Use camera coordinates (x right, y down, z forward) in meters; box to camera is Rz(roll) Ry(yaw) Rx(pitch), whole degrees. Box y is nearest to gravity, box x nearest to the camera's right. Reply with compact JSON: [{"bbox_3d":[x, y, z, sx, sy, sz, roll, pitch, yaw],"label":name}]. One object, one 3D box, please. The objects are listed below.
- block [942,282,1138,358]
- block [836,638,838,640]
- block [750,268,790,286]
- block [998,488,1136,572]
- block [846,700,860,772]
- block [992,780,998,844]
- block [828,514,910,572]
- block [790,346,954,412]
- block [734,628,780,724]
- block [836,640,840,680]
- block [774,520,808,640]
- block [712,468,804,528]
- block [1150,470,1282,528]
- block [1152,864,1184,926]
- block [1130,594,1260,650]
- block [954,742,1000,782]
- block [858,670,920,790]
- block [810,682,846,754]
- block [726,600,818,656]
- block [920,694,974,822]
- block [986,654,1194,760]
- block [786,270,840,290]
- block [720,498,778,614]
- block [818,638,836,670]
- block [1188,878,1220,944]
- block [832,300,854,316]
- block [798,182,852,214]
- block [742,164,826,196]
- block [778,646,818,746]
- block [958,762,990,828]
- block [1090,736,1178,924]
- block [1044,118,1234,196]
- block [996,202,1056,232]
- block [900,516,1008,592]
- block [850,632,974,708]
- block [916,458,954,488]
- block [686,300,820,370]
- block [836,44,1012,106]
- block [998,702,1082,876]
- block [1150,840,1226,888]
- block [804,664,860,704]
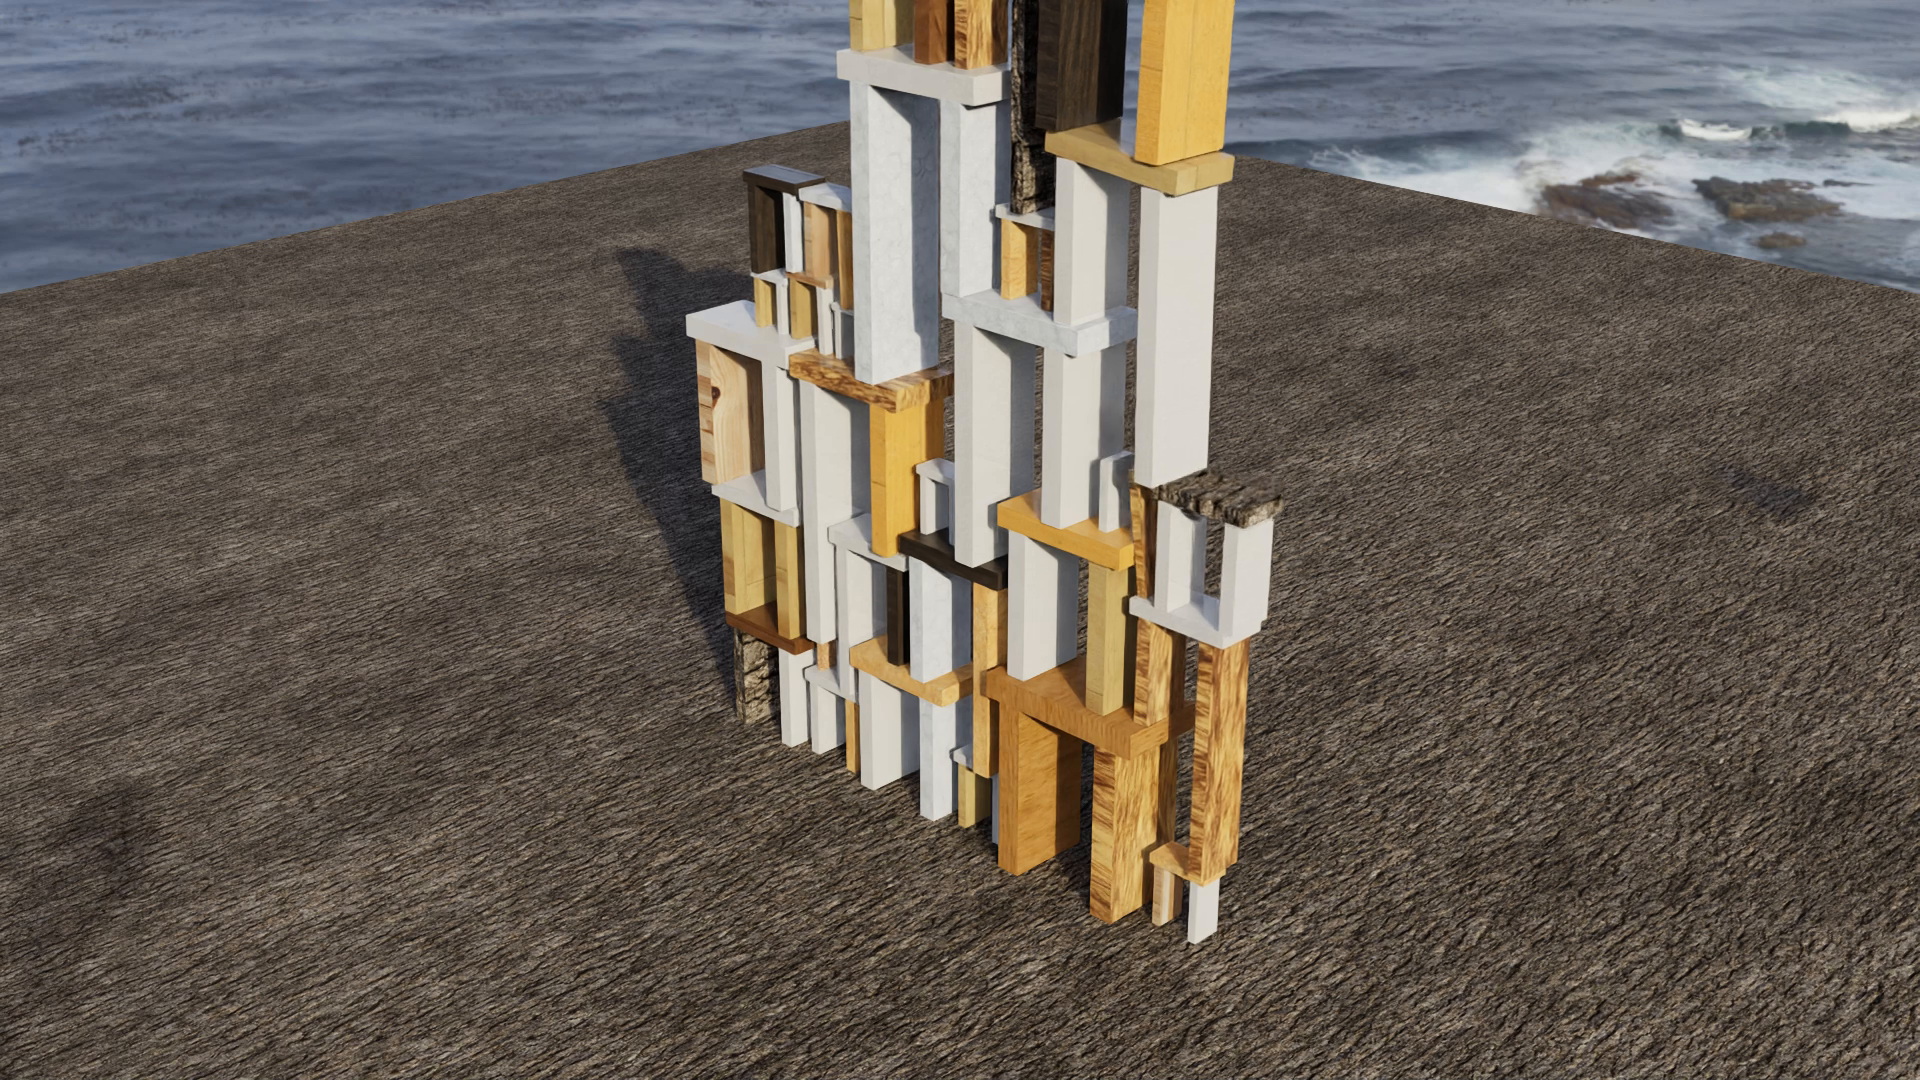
[{"bbox_3d":[0.142,-0.401,3.898,0.329,0.047,0.164,21,31,40],"label":"block"},{"bbox_3d":[-0.258,0.187,4.588,0.045,0.013,0.091,-21,31,-40],"label":"block"},{"bbox_3d":[-0.365,-0.529,4.391,0.103,0.015,0.051,21,31,40],"label":"block"},{"bbox_3d":[0.225,-0.026,3.968,0.295,0.042,0.148,21,31,41],"label":"block"},{"bbox_3d":[-0.200,0.397,4.614,0.023,0.166,0.083,21,31,41],"label":"block"},{"bbox_3d":[0.096,0.525,4.342,0.020,0.141,0.071,21,31,41],"label":"block"},{"bbox_3d":[-0.149,0.003,4.382,0.216,0.031,0.108,21,31,40],"label":"block"},{"bbox_3d":[-0.173,-0.322,4.270,0.153,0.043,0.306,-21,31,-40],"label":"block"},{"bbox_3d":[-0.438,0.279,4.814,0.032,0.226,0.113,21,31,41],"label":"block"},{"bbox_3d":[-0.236,0.243,4.588,0.045,0.091,0.013,-21,31,-41],"label":"block"},{"bbox_3d":[-0.323,0.065,4.611,0.037,0.263,0.131,21,31,40],"label":"block"},{"bbox_3d":[-0.386,-0.097,4.609,0.263,0.037,0.131,21,31,40],"label":"block"},{"bbox_3d":[0.433,-0.074,3.721,0.203,0.029,0.102,21,31,40],"label":"block"},{"bbox_3d":[0.386,0.646,4.075,0.018,0.127,0.063,21,31,41],"label":"block"},{"bbox_3d":[0.409,0.130,3.838,0.209,0.030,0.104,21,31,40],"label":"block"},{"bbox_3d":[0.062,0.438,4.341,0.141,0.020,0.071,21,31,41],"label":"block"},{"bbox_3d":[-0.145,0.371,4.545,0.038,0.266,0.133,21,31,41],"label":"block"},{"bbox_3d":[-0.278,0.366,4.686,0.023,0.166,0.083,21,31,41],"label":"block"},{"bbox_3d":[-0.385,0.181,4.715,0.226,0.032,0.113,21,31,41],"label":"block"},{"bbox_3d":[-0.019,0.420,4.429,0.133,0.266,0.038,-21,31,-41],"label":"block"},{"bbox_3d":[0.240,0.296,4.083,0.357,0.051,0.179,21,31,41],"label":"block"},{"bbox_3d":[-0.279,-0.518,4.308,0.061,0.017,0.122,-21,30,-40],"label":"block"},{"bbox_3d":[-0.447,0.017,4.724,0.037,0.263,0.131,21,31,40],"label":"block"},{"bbox_3d":[-0.279,0.226,4.628,0.045,0.091,0.013,-21,31,-41],"label":"block"},{"bbox_3d":[0.445,0.670,4.020,0.018,0.127,0.063,21,31,40],"label":"block"},{"bbox_3d":[-0.198,-0.446,4.243,0.048,0.014,0.096,-21,31,-40],"label":"block"},{"bbox_3d":[-0.230,-0.653,4.195,0.075,0.021,0.149,-21,31,-41],"label":"block"},{"bbox_3d":[-0.344,-0.705,4.295,0.079,0.022,0.157,-21,31,-40],"label":"block"},{"bbox_3d":[-0.332,0.321,4.716,0.113,0.226,0.032,-21,31,-41],"label":"block"},{"bbox_3d":[0.029,0.499,4.403,0.020,0.141,0.071,21,31,41],"label":"block"},{"bbox_3d":[0.324,0.517,4.085,0.051,0.357,0.179,21,31,41],"label":"block"},{"bbox_3d":[0.294,-0.638,3.628,0.144,0.041,0.287,-21,36,-40],"label":"block"},{"bbox_3d":[0.140,-0.567,3.832,0.145,0.021,0.072,21,31,40],"label":"block"},{"bbox_3d":[0.023,0.025,4.206,0.262,0.037,0.131,21,31,41],"label":"block"},{"bbox_3d":[-0.082,0.256,4.428,0.266,0.038,0.133,21,31,41],"label":"block"},{"bbox_3d":[-0.021,-0.127,4.188,0.060,0.017,0.120,-21,31,-40],"label":"block"},{"bbox_3d":[-0.398,-0.420,4.471,0.310,0.044,0.155,21,31,40],"label":"block"},{"bbox_3d":[-0.038,-0.834,3.907,0.346,0.049,0.173,21,31,41],"label":"block"},{"bbox_3d":[0.155,0.451,4.240,0.051,0.357,0.179,21,31,41],"label":"block"},{"bbox_3d":[0.415,0.591,4.019,0.127,0.018,0.063,21,31,40],"label":"block"},{"bbox_3d":[-0.239,0.295,4.613,0.166,0.023,0.083,21,31,41],"label":"block"}]
